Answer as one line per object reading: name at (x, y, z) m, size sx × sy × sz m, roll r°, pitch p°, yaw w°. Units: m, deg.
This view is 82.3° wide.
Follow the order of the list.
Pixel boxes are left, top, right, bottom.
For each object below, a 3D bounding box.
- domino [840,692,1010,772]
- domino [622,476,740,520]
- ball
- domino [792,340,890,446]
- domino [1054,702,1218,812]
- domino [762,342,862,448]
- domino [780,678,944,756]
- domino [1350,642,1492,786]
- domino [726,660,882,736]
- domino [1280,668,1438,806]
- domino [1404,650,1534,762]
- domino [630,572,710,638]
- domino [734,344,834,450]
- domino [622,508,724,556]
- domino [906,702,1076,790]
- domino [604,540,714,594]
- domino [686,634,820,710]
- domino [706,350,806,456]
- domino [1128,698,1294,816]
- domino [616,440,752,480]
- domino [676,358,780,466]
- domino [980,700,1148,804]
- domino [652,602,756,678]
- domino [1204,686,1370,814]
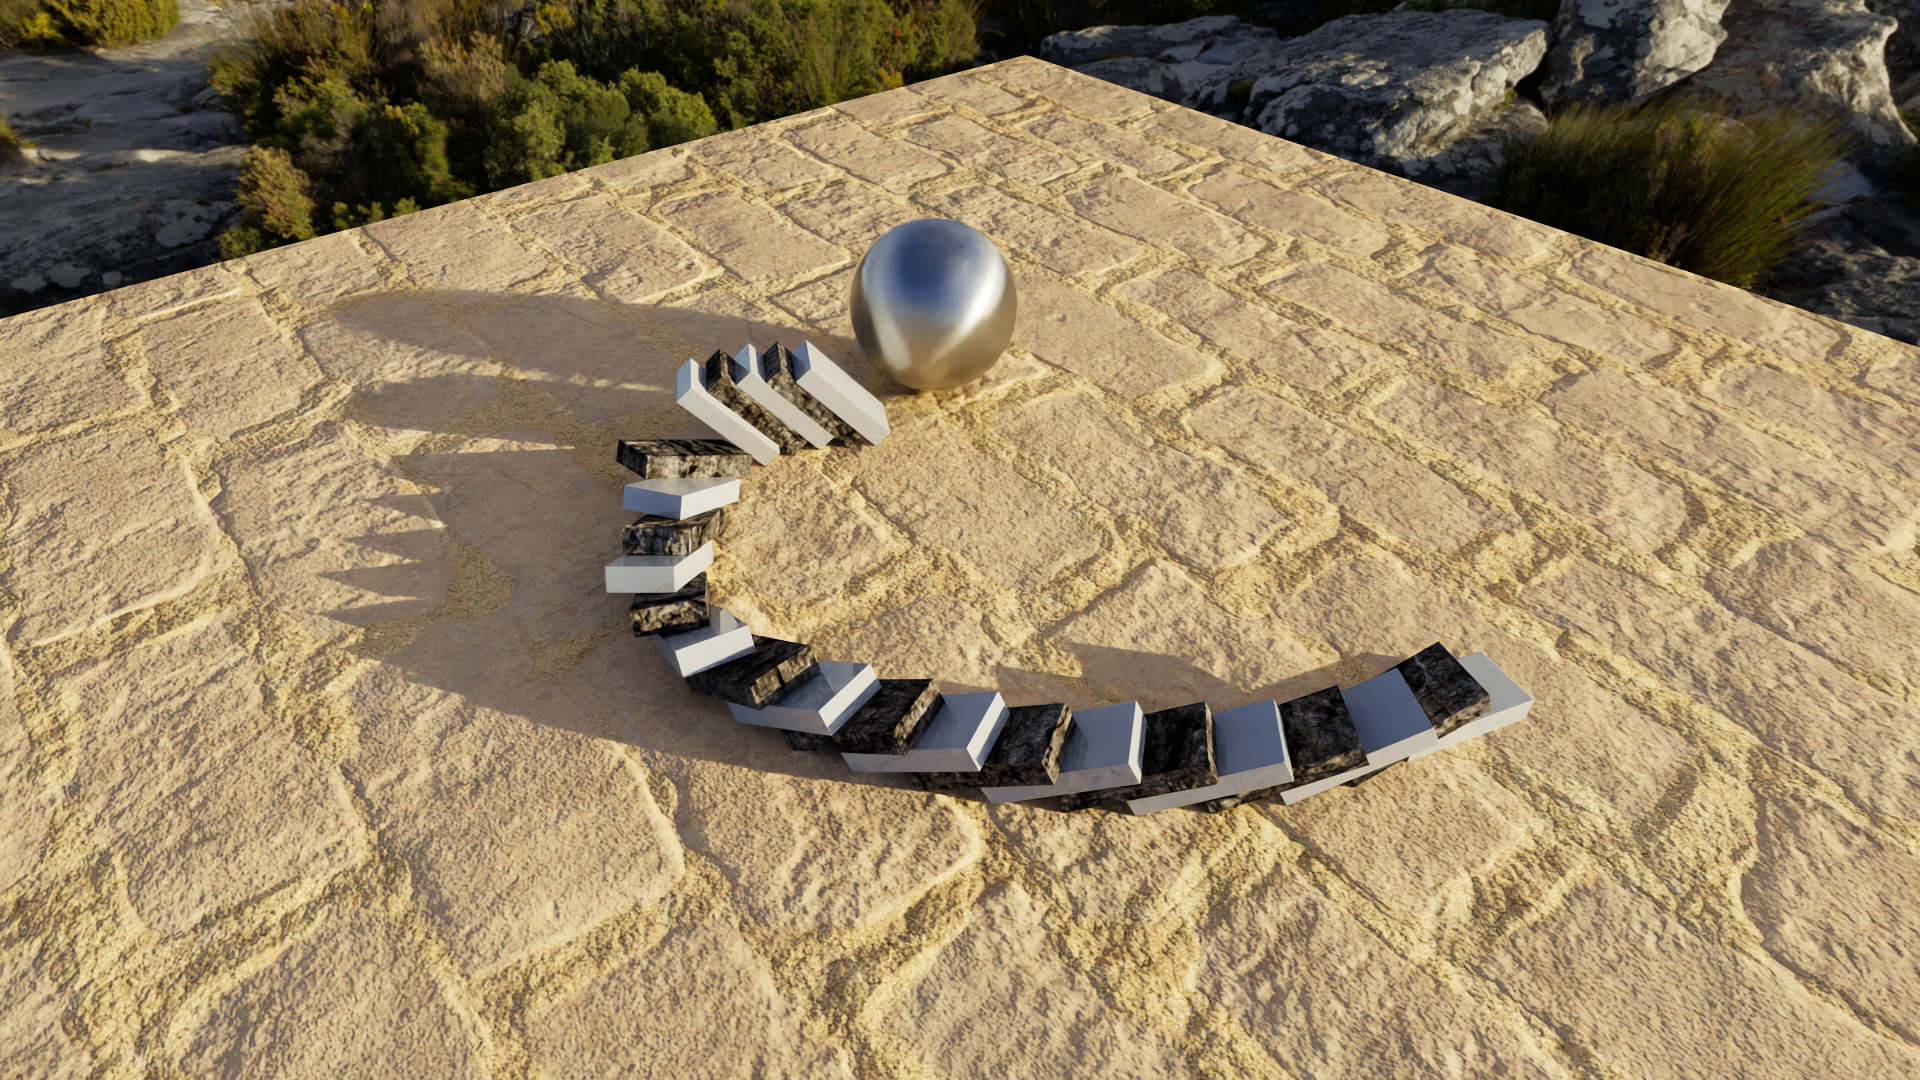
domino at (-0.011, 0.062, 0.351) m, size 0.050 × 0.010 × 0.025 m, roll -9°, pitch 31°, yaw 34°
domino at (-0.113, -0.019, 0.449) m, size 0.025 × 0.010 × 0.050 m, roll 11°, pitch 13°, yaw 13°
ball at (-0.013, -0.111, 0.524) m, size 0.080 × 0.080 × 0.080 m, roll 0°, pitch 39°, yaw 0°
domino at (-0.054, -0.066, 0.497) m, size 0.010 × 0.050 × 0.025 m, roll -39°, pitch 37°, yaw 18°
domino at (0.054, 0.068, 0.344) m, size 0.050 × 0.009 × 0.025 m, roll -17°, pitch 34°, yaw 22°
domino at (-0.066, -0.065, 0.496) m, size 0.009 × 0.050 × 0.025 m, roll -39°, pitch 37°, yaw 18°
domino at (-0.032, 0.057, 0.357) m, size 0.050 × 0.009 × 0.025 m, roll -6°, pitch 30°, yaw 38°
domino at (0.143, 0.057, 0.359) m, size 0.050 × 0.009 × 0.025 m, roll -30°, pitch 43°, yaw 2°
domino at (-0.052, 0.051, 0.364) m, size 0.050 × 0.009 × 0.025 m, roll -2°, pitch 29°, yaw 44°
domino at (0.122, 0.062, 0.350) m, size 0.050 × 0.009 × 0.025 m, roll -26°, pitch 39°, yaw 11°
domino at (0.166, 0.056, 0.375) m, size 0.050 × 0.009 × 0.025 m, roll -14°, pitch 41°, yaw -17°
domino at (-0.104, 0.023, 0.398) m, size 0.025 × 0.010 × 0.050 m, roll -9°, pitch 11°, yaw -11°
domino at (-0.079, -0.064, 0.495) m, size 0.009 × 0.050 × 0.025 m, roll -39°, pitch 37°, yaw 18°
domino at (-0.111, -0.004, 0.431) m, size 0.025 × 0.009 × 0.050 m, roll 2°, pitch 11°, yaw 3°
domino at (0.009, 0.065, 0.347) m, size 0.050 × 0.010 × 0.025 m, roll -10°, pitch 31°, yaw 32°
domino at (-0.112, 0.009, 0.414) m, size 0.025 × 0.009 × 0.050 m, roll 0°, pitch 11°, yaw 3°
domino at (-0.072, 0.044, 0.373) m, size 0.025 × 0.010 × 0.050 m, roll -33°, pitch 21°, yaw -33°
domino at (-0.091, -0.061, 0.491) m, size 0.009 × 0.050 × 0.025 m, roll -39°, pitch 37°, yaw 18°
domino at (0.076, 0.068, 0.344) m, size 0.050 × 0.010 × 0.025 m, roll -18°, pitch 35°, yaw 20°
domino at (-0.117, -0.035, 0.468) m, size 0.050 × 0.009 × 0.025 m, roll -5°, pitch 23°, yaw -45°
domino at (-0.102, -0.056, 0.485) m, size 0.010 × 0.050 × 0.025 m, roll -39°, pitch 37°, yaw 18°
domino at (0.032, 0.067, 0.345) m, size 0.050 × 0.009 × 0.025 m, roll -15°, pitch 33°, yaw 26°
domino at (-0.090, 0.034, 0.383) m, size 0.025 × 0.009 × 0.050 m, roll -19°, pitch 13°, yaw -22°
domino at (0.099, 0.066, 0.346) m, size 0.050 × 0.010 × 0.025 m, roll -22°, pitch 37°, yaw 15°
